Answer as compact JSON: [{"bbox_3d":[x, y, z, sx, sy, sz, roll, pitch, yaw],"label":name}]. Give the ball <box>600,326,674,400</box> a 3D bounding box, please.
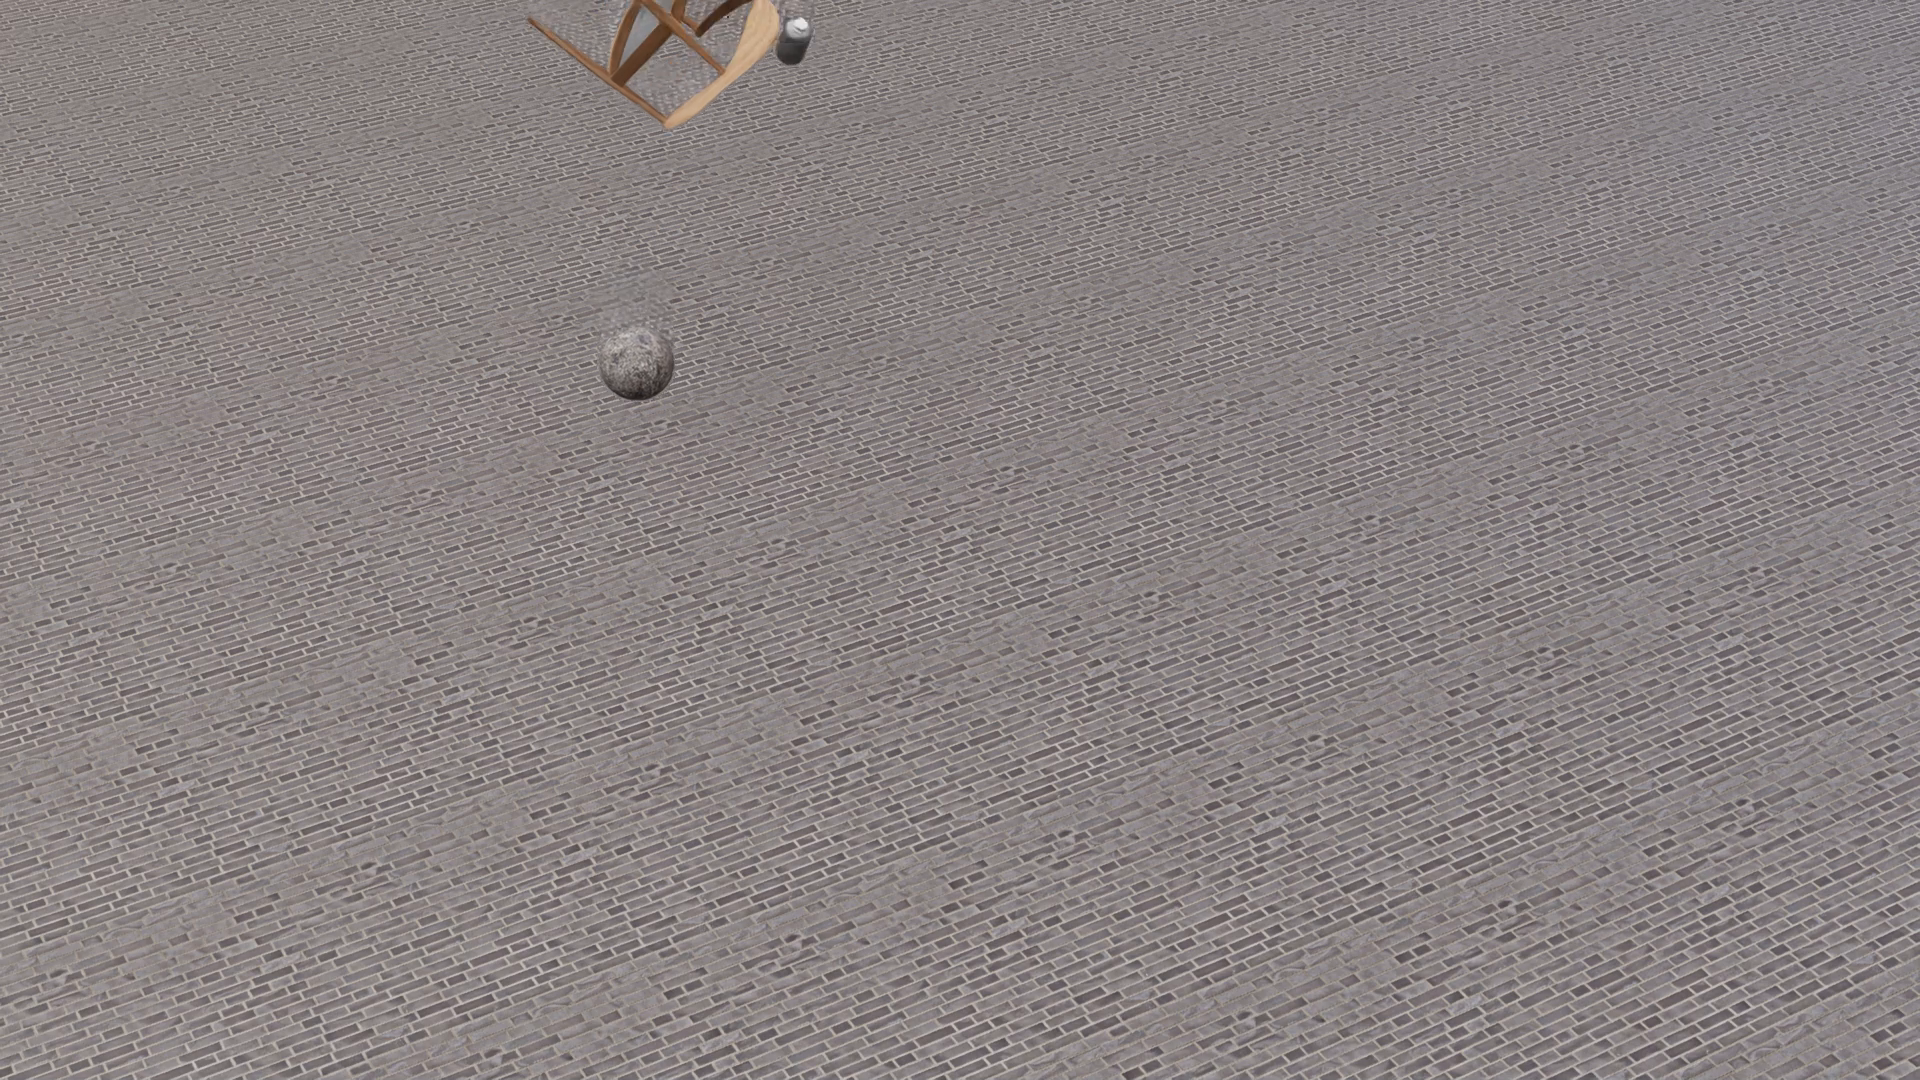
[{"bbox_3d":[-0.882,-0.482,8.008,0.203,0.203,0.203,0,33,0],"label":"ball"}]
